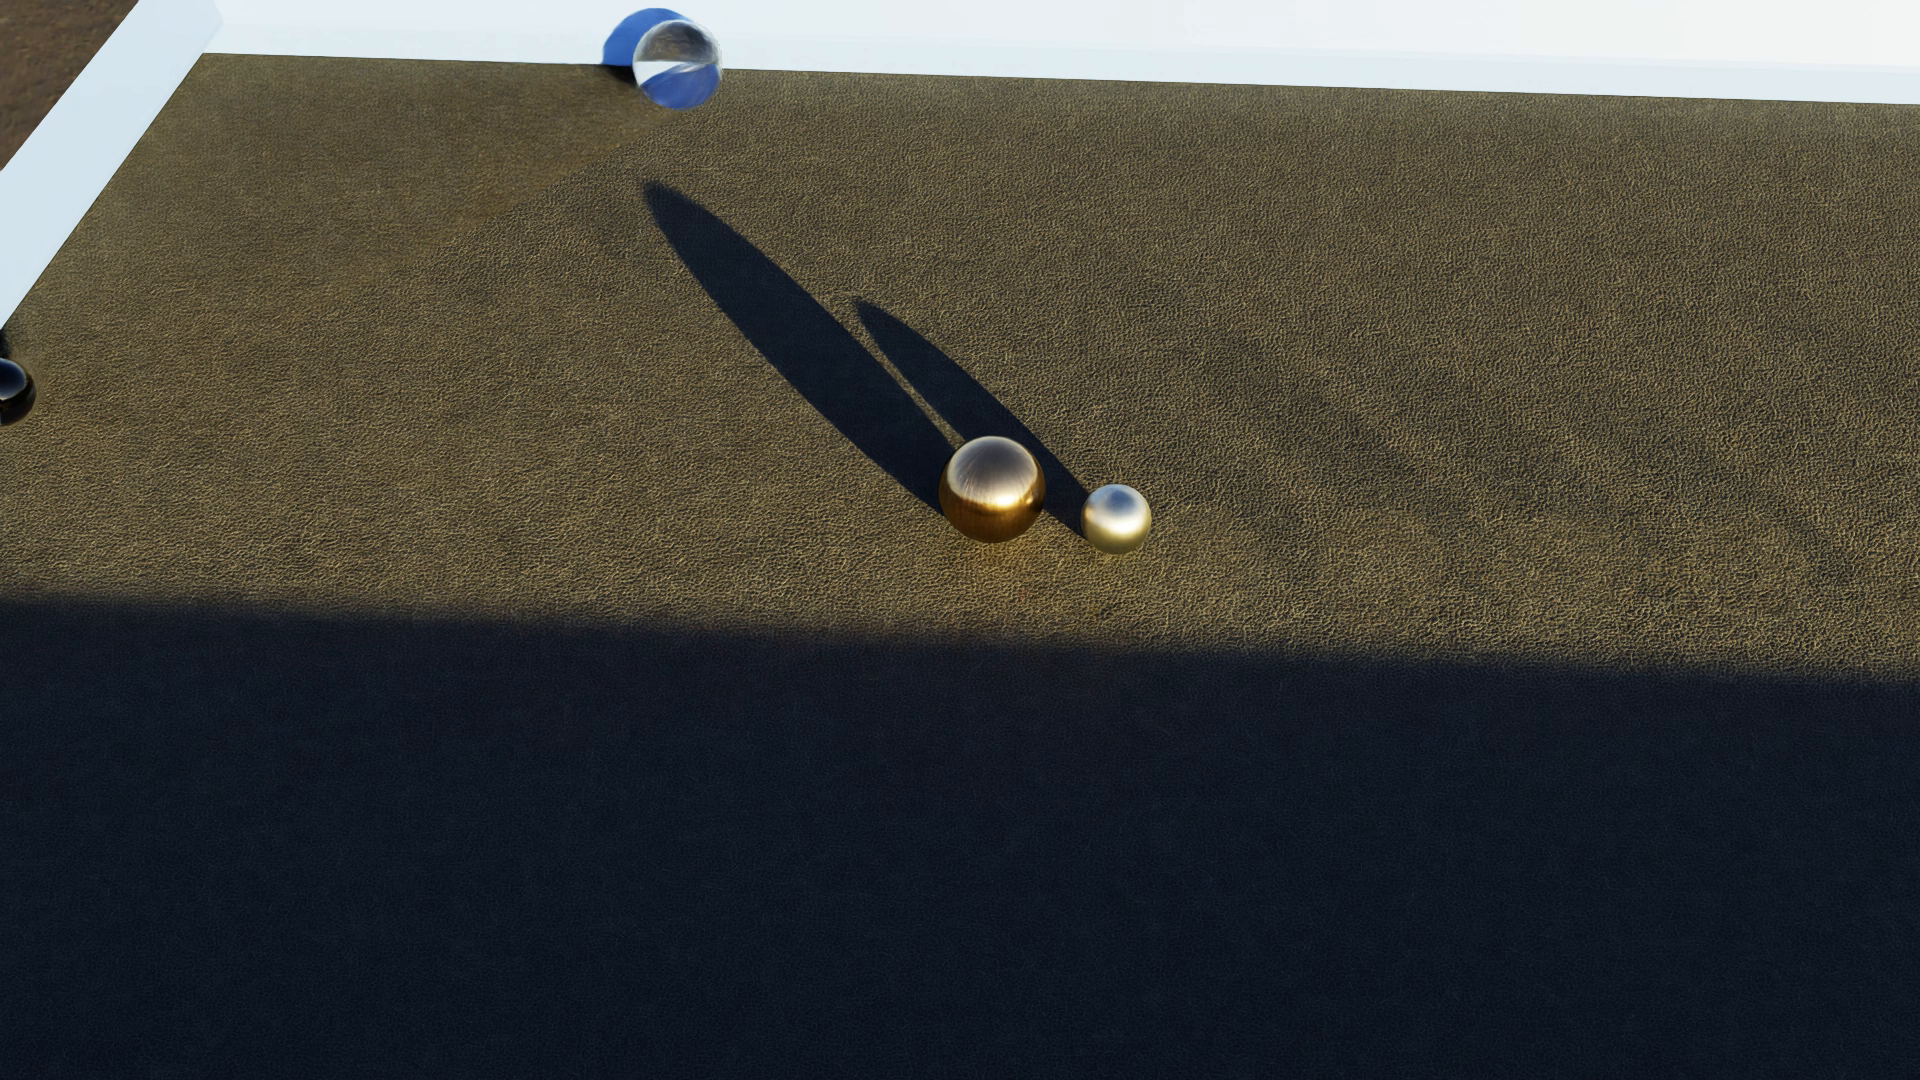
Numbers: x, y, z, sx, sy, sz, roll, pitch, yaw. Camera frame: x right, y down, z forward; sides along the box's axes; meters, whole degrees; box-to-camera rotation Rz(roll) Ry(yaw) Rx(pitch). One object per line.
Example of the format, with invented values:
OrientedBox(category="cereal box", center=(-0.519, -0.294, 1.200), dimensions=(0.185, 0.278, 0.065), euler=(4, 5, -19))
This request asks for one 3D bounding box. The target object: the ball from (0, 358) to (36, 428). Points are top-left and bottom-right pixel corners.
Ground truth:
OrientedBox(category="ball", center=(-0.739, -0.113, 1.975), dimensions=(0.053, 0.053, 0.053), euler=(0, 35, 0))

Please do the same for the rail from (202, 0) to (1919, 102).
OrientedBox(category="rail", center=(0.865, -0.450, 2.399), dimensions=(3.245, 0.109, 0.045), euler=(2, 36, 3))

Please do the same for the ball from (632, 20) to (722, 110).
OrientedBox(category="ball", center=(-0.267, -0.448, 2.419), dimensions=(0.084, 0.084, 0.084), euler=(0, 35, 0))

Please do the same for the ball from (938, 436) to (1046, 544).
OrientedBox(category="ball", center=(0.023, -0.037, 1.846), dimensions=(0.078, 0.078, 0.078), euler=(0, 35, 0))

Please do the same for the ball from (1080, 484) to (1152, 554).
OrientedBox(category="ball", center=(0.112, -0.015, 1.838), dimensions=(0.051, 0.051, 0.051), euler=(0, 35, 0))

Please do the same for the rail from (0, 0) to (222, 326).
OrientedBox(category="rail", center=(-0.786, -0.055, 1.843), dimensions=(0.045, 0.109, 1.638), euler=(2, 36, 3))
